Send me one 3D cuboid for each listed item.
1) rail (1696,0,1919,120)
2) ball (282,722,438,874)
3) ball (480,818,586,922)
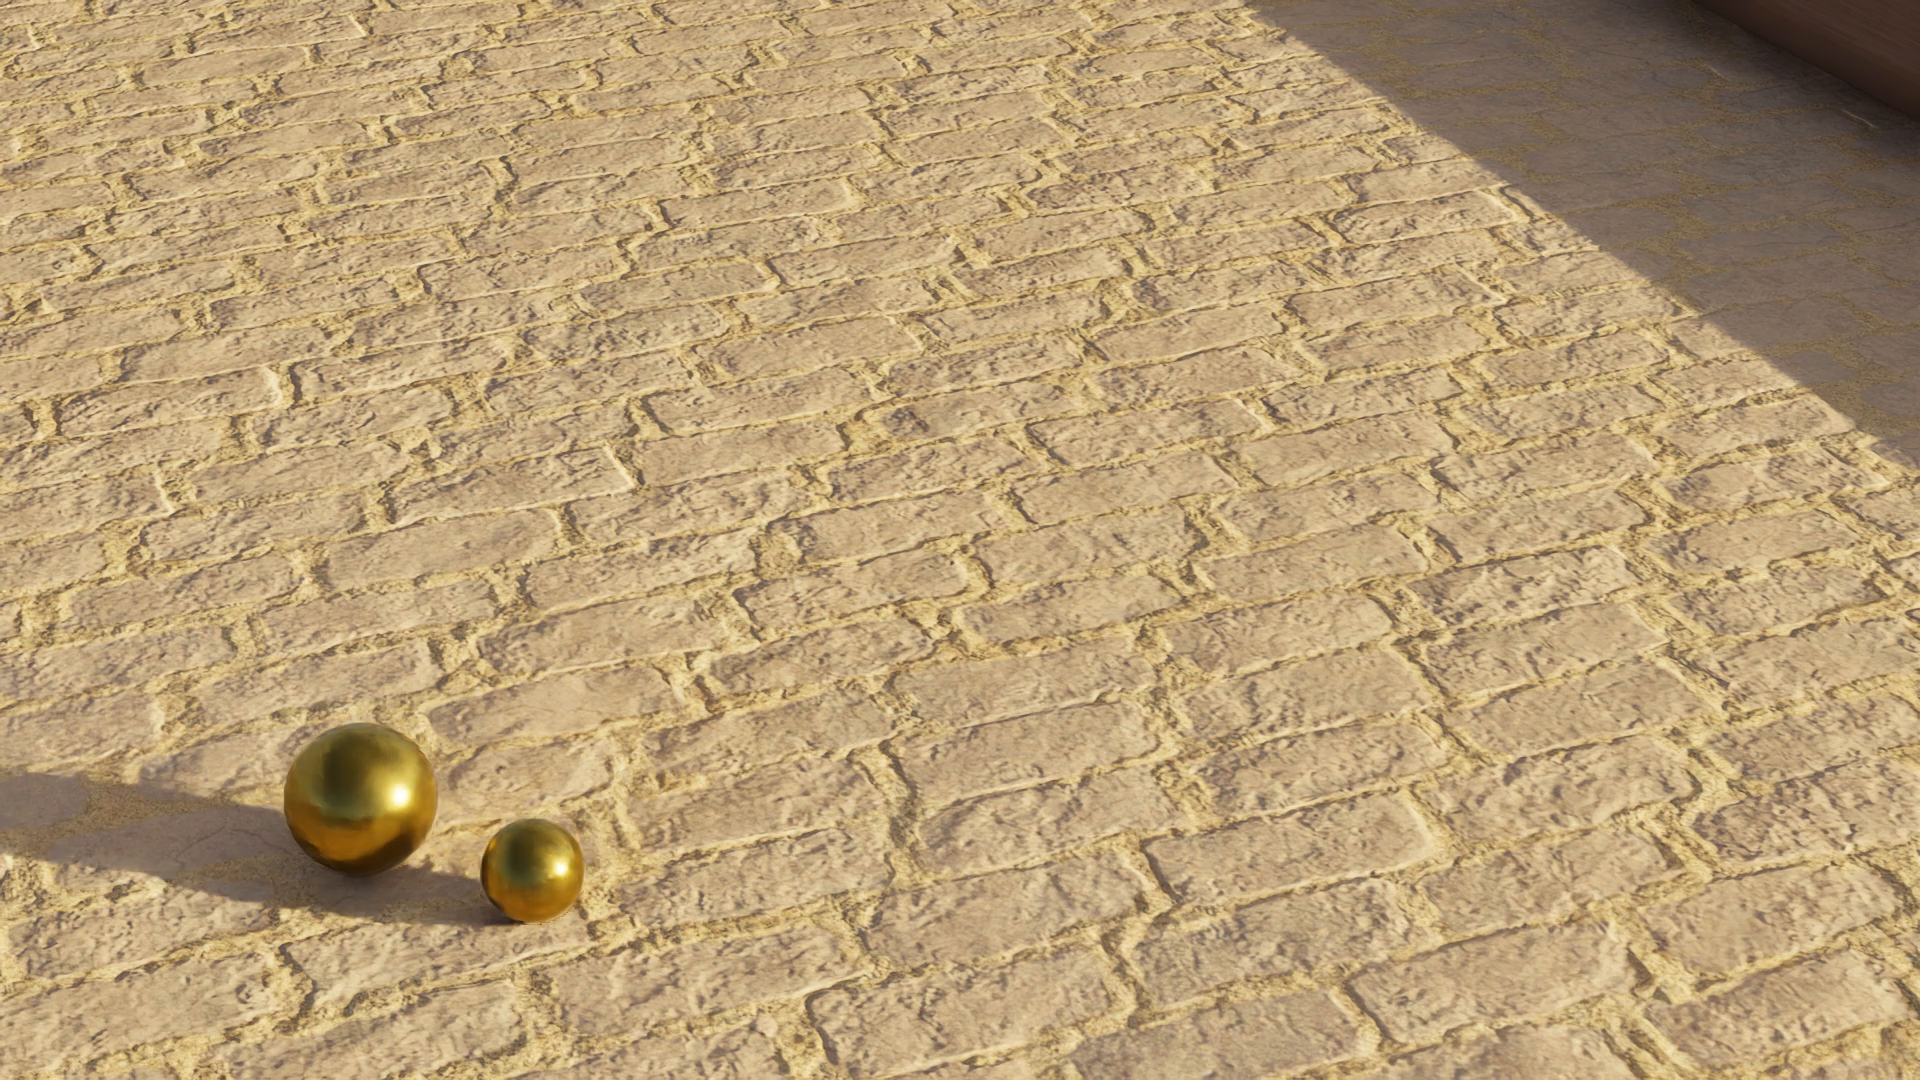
[{"bbox_3d":[0.669,-0.617,2.934,0.045,0.113,3.791,-10,30,-18],"label":"rail"},{"bbox_3d":[-0.319,0.138,1.568,0.081,0.081,0.081,0,28,0],"label":"ball"},{"bbox_3d":[-0.223,0.172,1.532,0.054,0.054,0.054,0,28,0],"label":"ball"}]
